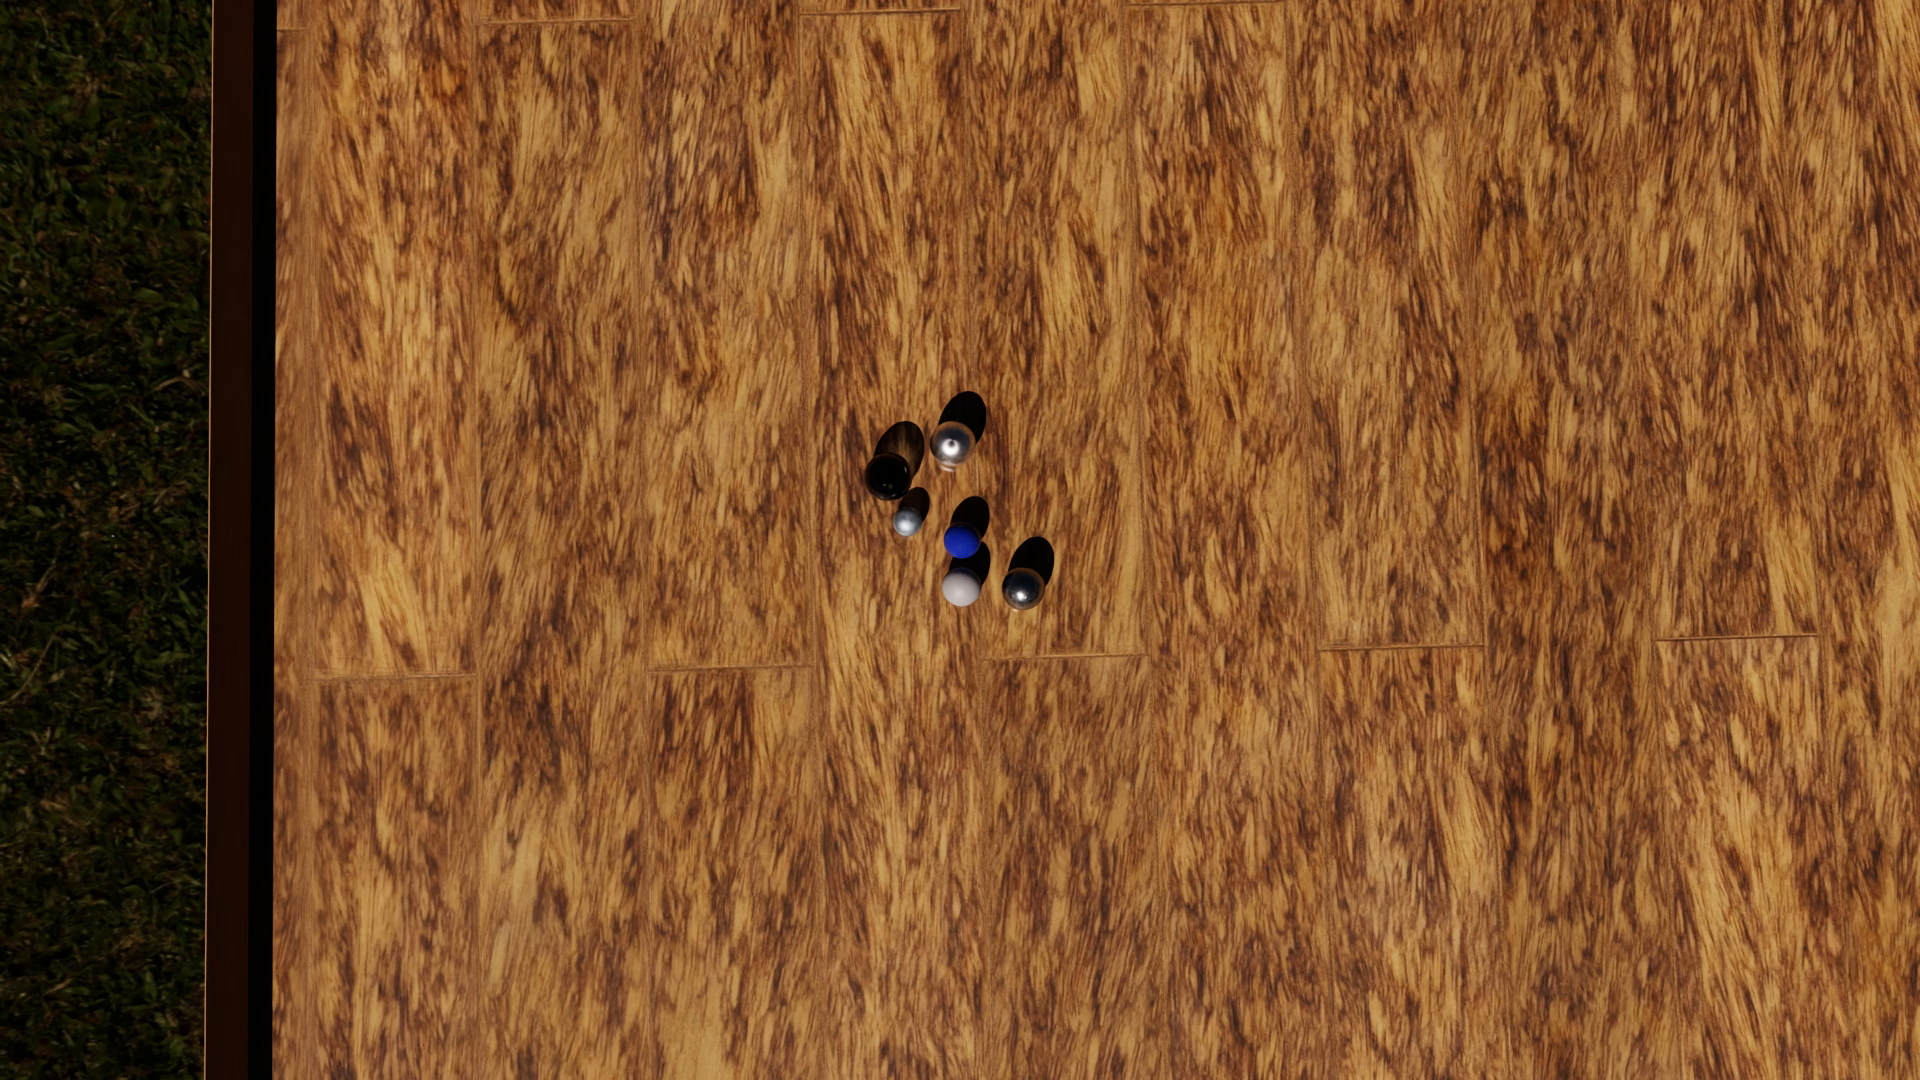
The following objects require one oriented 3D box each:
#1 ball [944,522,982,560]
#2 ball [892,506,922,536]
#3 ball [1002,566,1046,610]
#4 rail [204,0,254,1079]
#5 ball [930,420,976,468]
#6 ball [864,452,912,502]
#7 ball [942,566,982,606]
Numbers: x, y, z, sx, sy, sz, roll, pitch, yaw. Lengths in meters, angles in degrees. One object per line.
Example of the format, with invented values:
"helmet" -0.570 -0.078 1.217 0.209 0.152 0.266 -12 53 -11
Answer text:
"ball" 0.003 0.000 3.261 0.056 0.056 0.056 0 84 0
"ball" -0.078 -0.028 3.270 0.044 0.044 0.044 0 84 0
"ball" 0.094 0.071 3.249 0.065 0.065 0.065 0 84 0
"rail" -1.068 0.030 3.238 0.045 0.094 2.354 -2 84 0
"ball" -0.011 -0.143 3.270 0.069 0.069 0.069 0 84 0
"ball" -0.106 -0.094 3.263 0.073 0.073 0.073 0 84 0
"ball" 0.003 0.069 3.252 0.059 0.059 0.059 0 84 0
